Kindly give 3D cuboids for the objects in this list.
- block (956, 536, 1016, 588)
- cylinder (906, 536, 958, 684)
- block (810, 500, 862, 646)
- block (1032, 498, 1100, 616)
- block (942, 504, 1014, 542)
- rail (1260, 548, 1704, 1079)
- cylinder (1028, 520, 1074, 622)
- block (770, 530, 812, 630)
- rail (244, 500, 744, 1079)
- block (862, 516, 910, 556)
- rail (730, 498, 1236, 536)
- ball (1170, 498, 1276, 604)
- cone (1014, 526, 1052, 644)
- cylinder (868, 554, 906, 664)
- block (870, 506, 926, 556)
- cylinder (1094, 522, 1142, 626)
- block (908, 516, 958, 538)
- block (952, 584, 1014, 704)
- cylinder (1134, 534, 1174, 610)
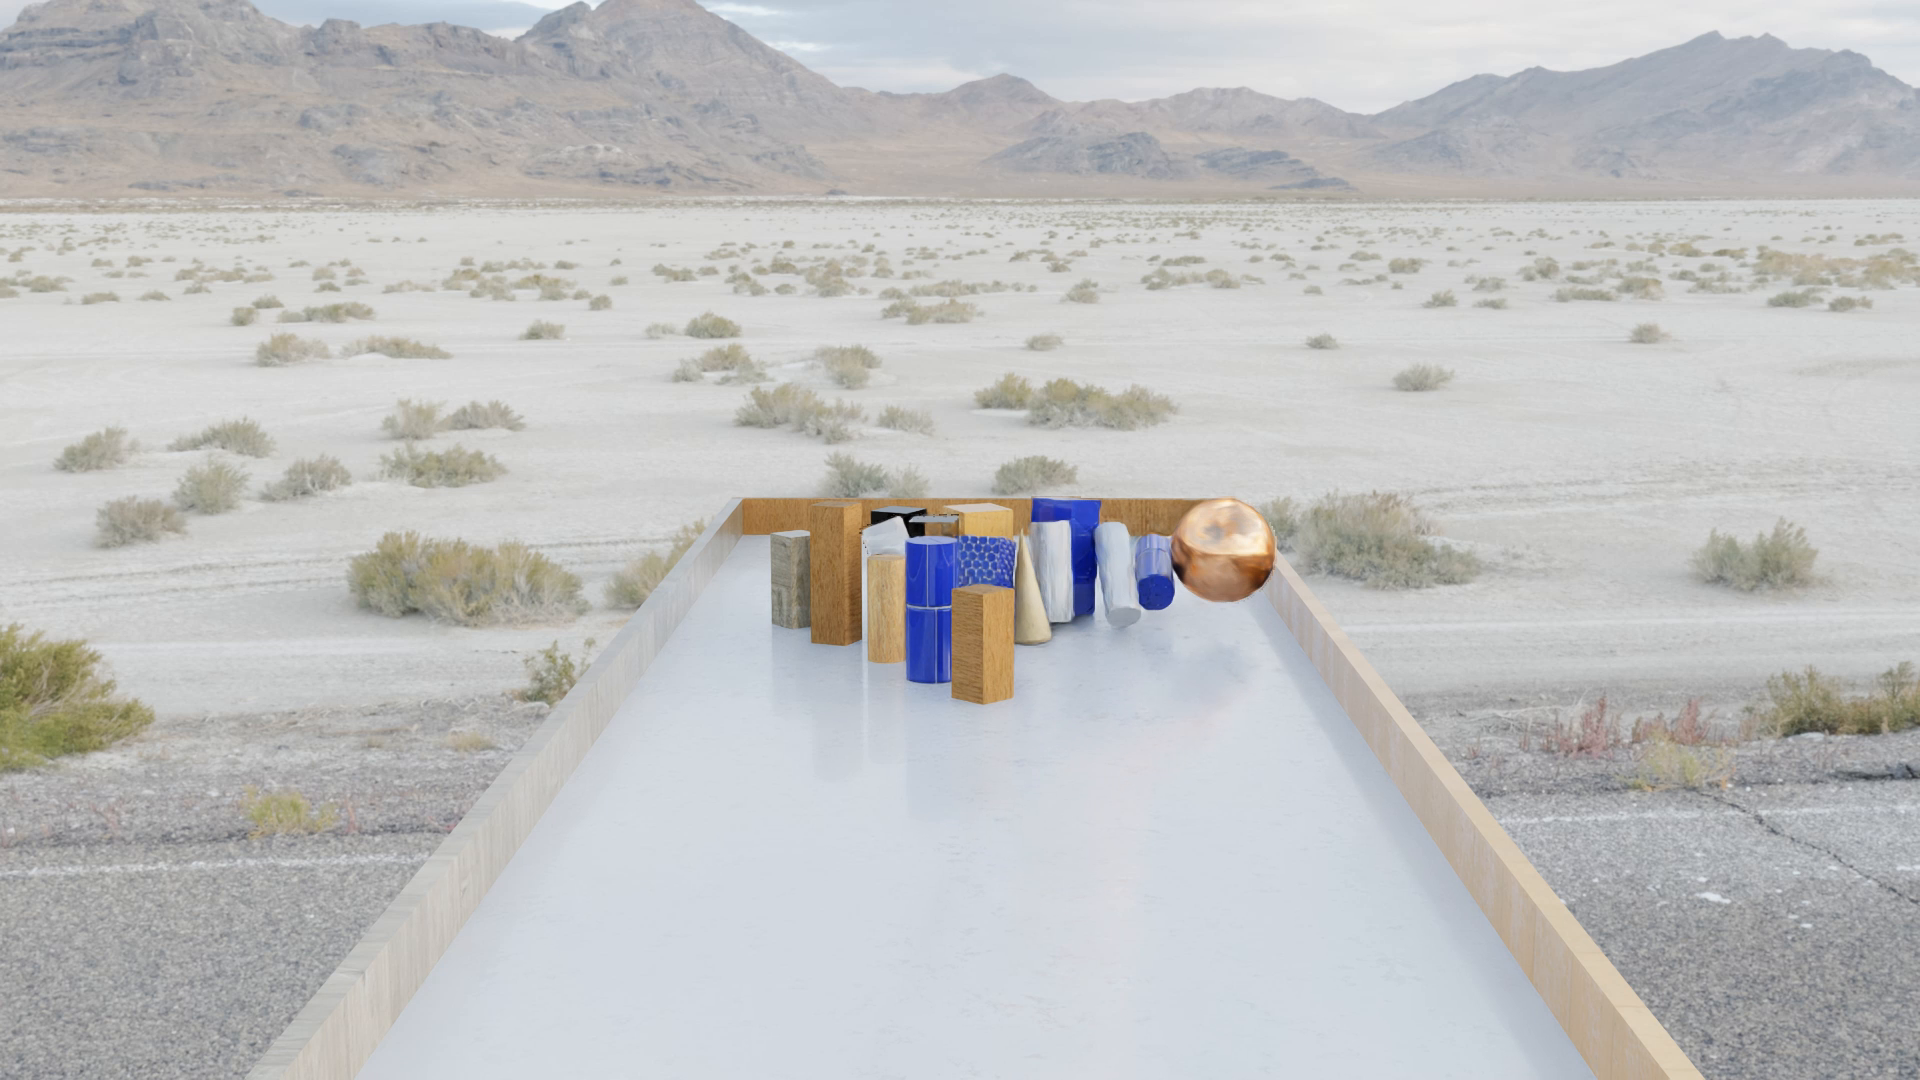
[{"bbox_3d":[0.068,0.155,6.922,0.150,0.319,0.150,4,-5,22],"label":"block"},{"bbox_3d":[-0.082,0.203,6.414,0.152,0.410,0.152,0,9,0],"label":"cylinder"},{"bbox_3d":[-0.391,0.104,6.949,0.120,0.440,0.120,4,10,24],"label":"block"},{"bbox_3d":[0.348,0.054,7.392,0.163,0.382,0.163,6,5,38],"label":"block"},{"bbox_3d":[0.058,0.088,7.211,0.173,0.390,0.173,-4,10,-24],"label":"block"},{"bbox_3d":[1.046,0.843,3.208,0.050,0.150,12.000,0,9,1],"label":"rail"},{"bbox_3d":[0.300,0.105,7.239,0.139,0.328,0.139,-3,-1,0],"label":"cylinder"},{"bbox_3d":[-0.537,0.129,7.230,0.121,0.303,0.121,-7,11,-37],"label":"block"},{"bbox_3d":[-1.004,0.839,3.234,0.050,0.150,12.000,0,9,1],"label":"rail"},{"bbox_3d":[-0.172,0.133,6.844,0.108,0.400,0.108,-20,4,11],"label":"block"},{"bbox_3d":[0.099,-0.098,9.147,2.100,0.150,0.050,0,9,1],"label":"rail"},{"bbox_3d":[0.864,0.035,7.231,0.345,0.345,0.345,0,9,0],"label":"ball"},{"bbox_3d":[0.208,0.134,6.952,0.144,0.368,0.144,-5,10,1],"label":"cone"},{"bbox_3d":[-0.223,0.209,6.687,0.117,0.314,0.117,0,9,0],"label":"cylinder"},{"bbox_3d":[-0.199,0.091,7.204,0.134,0.385,0.134,5,10,28],"label":"block"},{"bbox_3d":[0.519,0.112,7.266,0.117,0.342,0.117,-4,-35,-3],"label":"cylinder"},{"bbox_3d":[-0.082,0.125,6.977,0.141,0.387,0.141,1,8,7],"label":"block"},{"bbox_3d":[0.064,0.291,6.178,0.124,0.312,0.124,9,13,44],"label":"block"},{"bbox_3d":[0.653,0.108,7.402,0.132,0.132,0.315,1,26,4],"label":"cylinder"}]
